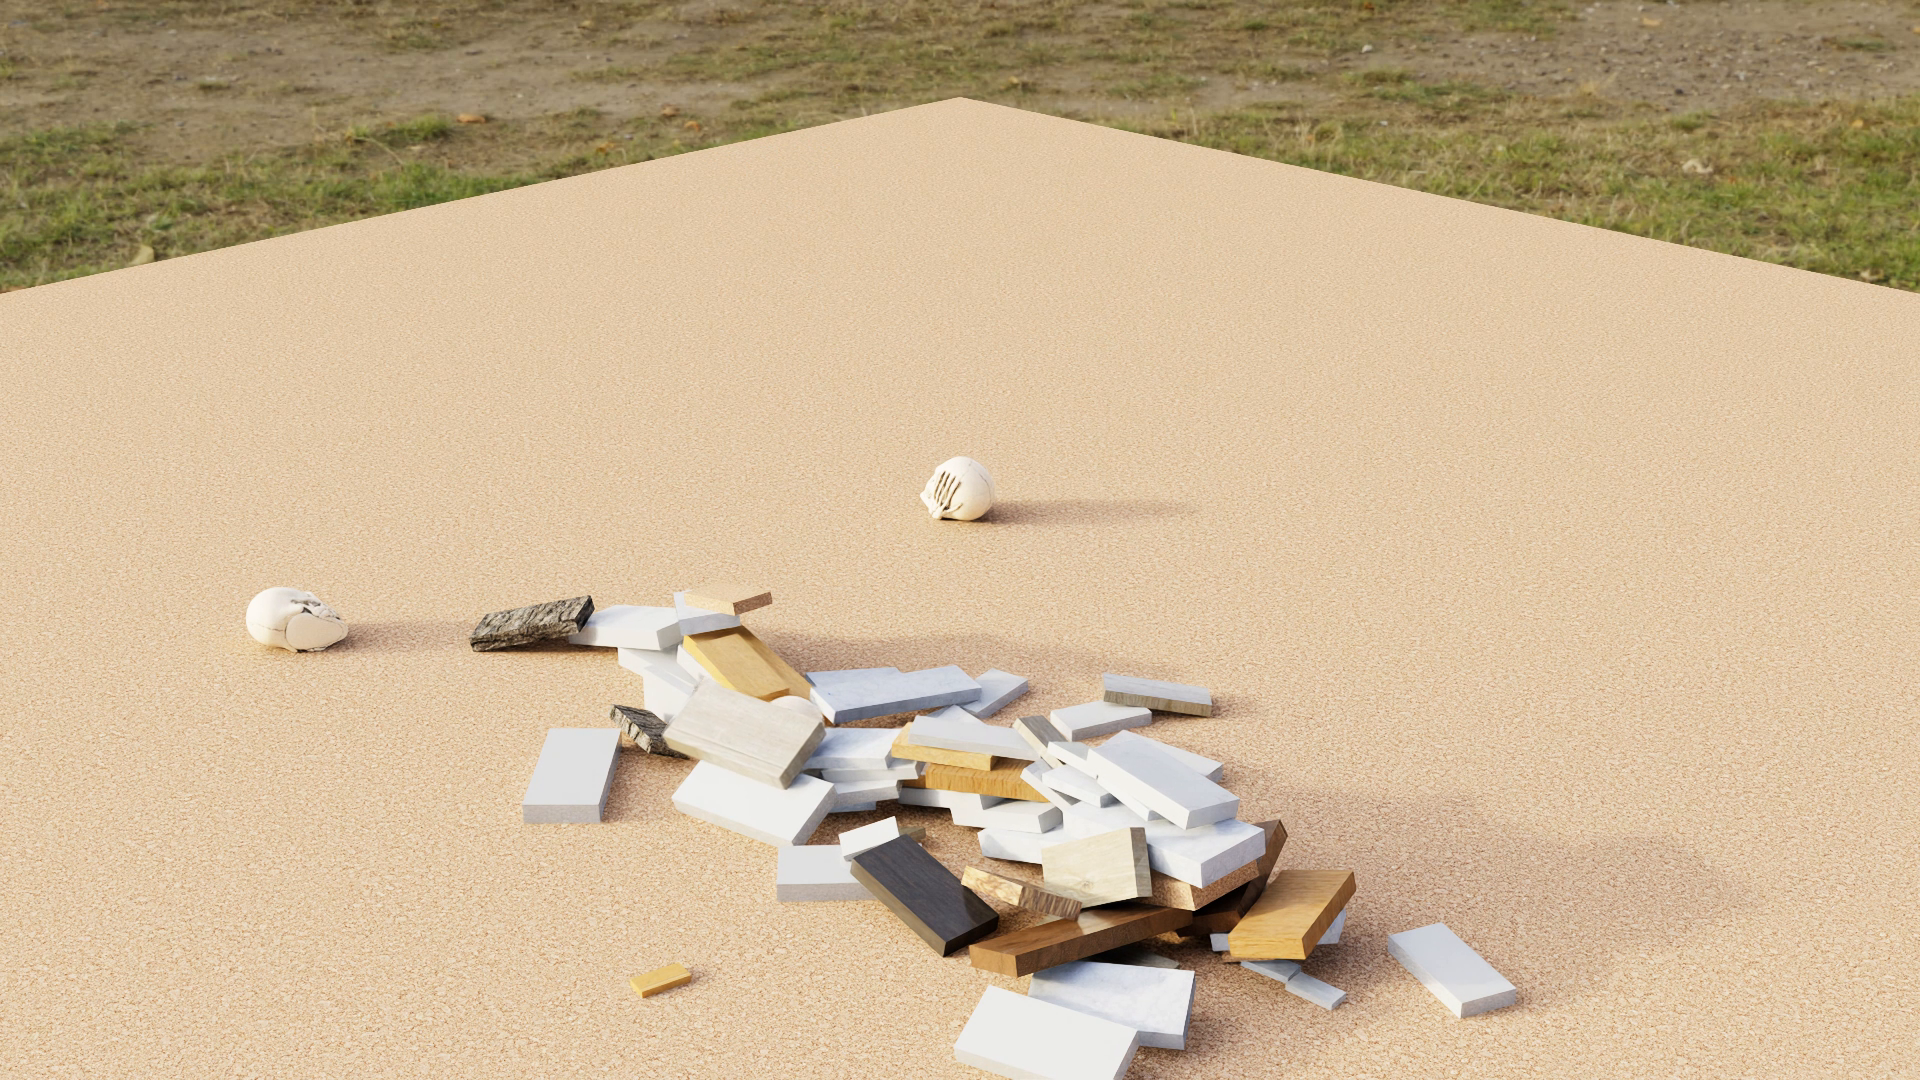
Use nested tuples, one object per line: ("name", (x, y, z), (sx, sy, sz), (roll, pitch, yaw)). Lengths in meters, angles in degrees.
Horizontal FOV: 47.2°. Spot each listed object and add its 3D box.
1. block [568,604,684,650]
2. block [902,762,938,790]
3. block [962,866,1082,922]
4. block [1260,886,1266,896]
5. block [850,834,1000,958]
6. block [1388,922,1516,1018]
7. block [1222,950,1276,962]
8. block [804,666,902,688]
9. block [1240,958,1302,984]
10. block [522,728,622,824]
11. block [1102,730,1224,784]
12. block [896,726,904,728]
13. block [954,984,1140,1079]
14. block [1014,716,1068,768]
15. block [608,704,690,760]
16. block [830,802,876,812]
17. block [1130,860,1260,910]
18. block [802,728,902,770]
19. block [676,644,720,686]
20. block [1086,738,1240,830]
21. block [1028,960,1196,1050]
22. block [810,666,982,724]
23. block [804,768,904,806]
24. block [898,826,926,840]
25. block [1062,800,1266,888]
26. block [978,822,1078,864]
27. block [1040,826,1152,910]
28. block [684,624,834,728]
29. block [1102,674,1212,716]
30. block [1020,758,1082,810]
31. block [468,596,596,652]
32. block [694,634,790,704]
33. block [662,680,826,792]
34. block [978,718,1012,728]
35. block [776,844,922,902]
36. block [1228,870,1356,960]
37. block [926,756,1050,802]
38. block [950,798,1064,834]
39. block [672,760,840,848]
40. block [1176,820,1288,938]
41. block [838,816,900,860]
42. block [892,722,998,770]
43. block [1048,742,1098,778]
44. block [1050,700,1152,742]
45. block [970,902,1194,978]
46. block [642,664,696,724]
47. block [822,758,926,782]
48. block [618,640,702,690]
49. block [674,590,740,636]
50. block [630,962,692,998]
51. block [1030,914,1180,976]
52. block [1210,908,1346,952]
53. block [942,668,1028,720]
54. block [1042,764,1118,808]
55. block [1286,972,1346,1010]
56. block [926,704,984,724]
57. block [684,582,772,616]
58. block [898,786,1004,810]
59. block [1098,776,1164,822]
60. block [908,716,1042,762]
("block", (-0.752, 0.202, 5.125), (0.320, 0.045, 0.160), (1, 17, 41))
("block", (-0.072, 0.471, 4.502), (0.105, 0.030, 0.211), (-21, 12, -38))
("block", (0.110, 0.643, 4.005), (0.124, 0.035, 0.247), (18, -7, -22))
("block", (0.464, 0.661, 4.163), (0.228, 0.032, 0.114), (2, 23, 4))
("block", (-0.067, 0.658, 4.087), (0.134, 0.038, 0.267), (-20, 43, -38))
("block", (0.874, 0.765, 3.917), (0.114, 0.032, 0.228), (-9, 25, -21))
("block", (0.524, 0.741, 3.957), (0.095, 0.014, 0.048), (-7, 14, 22))
("block", (-0.225, 0.326, 4.915), (0.219, 0.031, 0.109), (-2, 22, -25))
("block", (0.558, 0.763, 3.944), (0.095, 0.014, 0.048), (17, 28, 34))
("block", (-0.800, 0.486, 4.559), (0.153, 0.043, 0.323), (0, 23, 0))
("block", (0.412, 0.471, 4.605), (0.247, 0.035, 0.124), (17, 28, 34))
("block", (-0.058, 0.440, 4.620), (0.163, 0.081, 0.023), (5, 24, 12))
("block", (0.145, 0.844, 3.668), (0.276, 0.039, 0.138), (12, 44, 25))
("block", (0.179, 0.401, 4.308), (0.075, 0.021, 0.150), (-1, 37, -46))
("block", (-0.664, 0.410, 4.706), (0.102, 0.029, 0.203), (15, 10, -39))
("block", (-0.235, 0.496, 4.553), (0.105, 0.030, 0.211), (-3, 23, -6))
("block", (0.367, 0.614, 4.072), (0.171, 0.049, 0.343), (-20, 11, -38))
("block", (-0.219, 0.422, 4.453), (0.203, 0.029, 0.102), (-2, 29, 26))
("block", (-0.469, 0.313, 4.875), (0.160, 0.045, 0.320), (-18, 41, -38))
("block", (0.373, 0.448, 4.060), (0.134, 0.038, 0.267), (-7, 25, -40))
("block", (0.256, 0.793, 3.770), (0.277, 0.039, 0.139), (2, 39, 15))
("block", (-0.138, 0.335, 4.795), (0.371, 0.031, 0.109), (-7, 28, -32))
("block", (-0.220, 0.493, 4.446), (0.211, 0.030, 0.105), (-9, 27, 12))
("block", (-0.124, 0.580, 4.296), (0.069, 0.020, 0.138), (-1, 1, 21))
("block", (0.372, 0.535, 4.034), (0.171, 0.049, 0.343), (-20, 24, -38))
("block", (0.216, 0.569, 4.229), (0.171, 0.049, 0.343), (-22, 14, -41))
("block", (0.247, 0.606, 4.013), (0.035, 0.124, 0.264), (5, -18, -35))
("block", (-0.439, 0.302, 4.822), (0.134, 0.038, 0.393), (-18, 41, -38))
("block", (0.434, 0.342, 4.865), (0.237, 0.028, 0.099), (8, 19, -2))
("block", (0.201, 0.483, 4.232), (0.159, 0.023, 0.080), (37, 32, 21))
("block", (-1.006, 0.196, 5.170), (0.267, 0.038, 0.134), (-10, 21, 12))
("block", (-0.475, 0.286, 4.771), (0.109, 0.031, 0.219), (-14, 39, -34))
("block", (-0.440, 0.397, 4.479), (0.306, 0.043, 0.153), (16, 54, 31))
("block", (0.051, 0.410, 4.774), (0.113, 0.016, 0.057), (5, 24, 12))
("block", (-0.210, 0.636, 4.211), (0.276, 0.039, 0.138), (-1, 23, -2))
("block", (0.597, 0.667, 3.938), (0.139, 0.039, 0.277), (-5, 15, 31))
("block", (0.071, 0.459, 4.344), (0.251, 0.036, 0.126), (5, 22, 17))
("block", (0.113, 0.529, 4.329), (0.126, 0.036, 0.251), (-21, 13, -40))
("block", (-0.412, 0.517, 4.412), (0.306, 0.043, 0.153), (15, 51, 31))
("block", (0.501, 0.625, 4.077), (0.139, 0.039, 0.277), (-16, 22, 33))
("block", (-0.173, 0.574, 4.225), (0.113, 0.016, 0.057), (-18, 41, 2))
("block", (-0.023, 0.410, 4.379), (0.203, 0.029, 0.102), (7, 23, 16))
("block", (0.246, 0.421, 4.211), (0.079, 0.022, 0.157), (5, 11, -35))
("block", (0.309, 0.388, 4.810), (0.197, 0.028, 0.099), (-10, 25, -23))
("block", (0.218, 0.698, 3.890), (0.399, 0.038, 0.134), (-9, 4, -35))
("block", (-0.621, 0.354, 4.795), (0.029, 0.102, 0.203), (-19, 29, -37))
("block", (-0.168, 0.445, 4.445), (0.203, 0.029, 0.102), (-5, 28, 21))
("block", (-0.618, 0.289, 5.022), (0.160, 0.045, 0.320), (-21, 31, -41))
("block", (-0.577, 0.157, 4.997), (0.134, 0.038, 0.267), (-10, 13, -8))
("block", (-0.531, 0.781, 3.902), (0.096, 0.014, 0.048), (-14, 27, -30))
("block", (0.238, 0.757, 3.925), (0.276, 0.039, 0.138), (16, 28, 33))
("block", (0.577, 0.698, 3.987), (0.228, 0.032, 0.114), (-8, 14, 19))
("block", (0.056, 0.347, 4.908), (0.099, 0.028, 0.197), (16, 28, 32))
("block", (0.239, 0.463, 4.167), (0.079, 0.022, 0.157), (-17, 22, -38))
("block", (0.626, 0.794, 3.872), (0.095, 0.014, 0.048), (19, 30, 38))
("block", (-0.010, 0.401, 4.742), (0.081, 0.023, 0.163), (-20, 21, -21))
("block", (-0.521, 0.131, 4.928), (0.102, 0.029, 0.203), (-18, 16, -36))
("block", (-0.001, 0.500, 4.439), (0.126, 0.036, 0.251), (-22, 13, -41))
("block", (0.333, 0.470, 4.069), (0.079, 0.022, 0.158), (-3, 23, -33))
("block", (0.035, 0.392, 4.350), (0.264, 0.023, 0.080), (7, 23, 8))
